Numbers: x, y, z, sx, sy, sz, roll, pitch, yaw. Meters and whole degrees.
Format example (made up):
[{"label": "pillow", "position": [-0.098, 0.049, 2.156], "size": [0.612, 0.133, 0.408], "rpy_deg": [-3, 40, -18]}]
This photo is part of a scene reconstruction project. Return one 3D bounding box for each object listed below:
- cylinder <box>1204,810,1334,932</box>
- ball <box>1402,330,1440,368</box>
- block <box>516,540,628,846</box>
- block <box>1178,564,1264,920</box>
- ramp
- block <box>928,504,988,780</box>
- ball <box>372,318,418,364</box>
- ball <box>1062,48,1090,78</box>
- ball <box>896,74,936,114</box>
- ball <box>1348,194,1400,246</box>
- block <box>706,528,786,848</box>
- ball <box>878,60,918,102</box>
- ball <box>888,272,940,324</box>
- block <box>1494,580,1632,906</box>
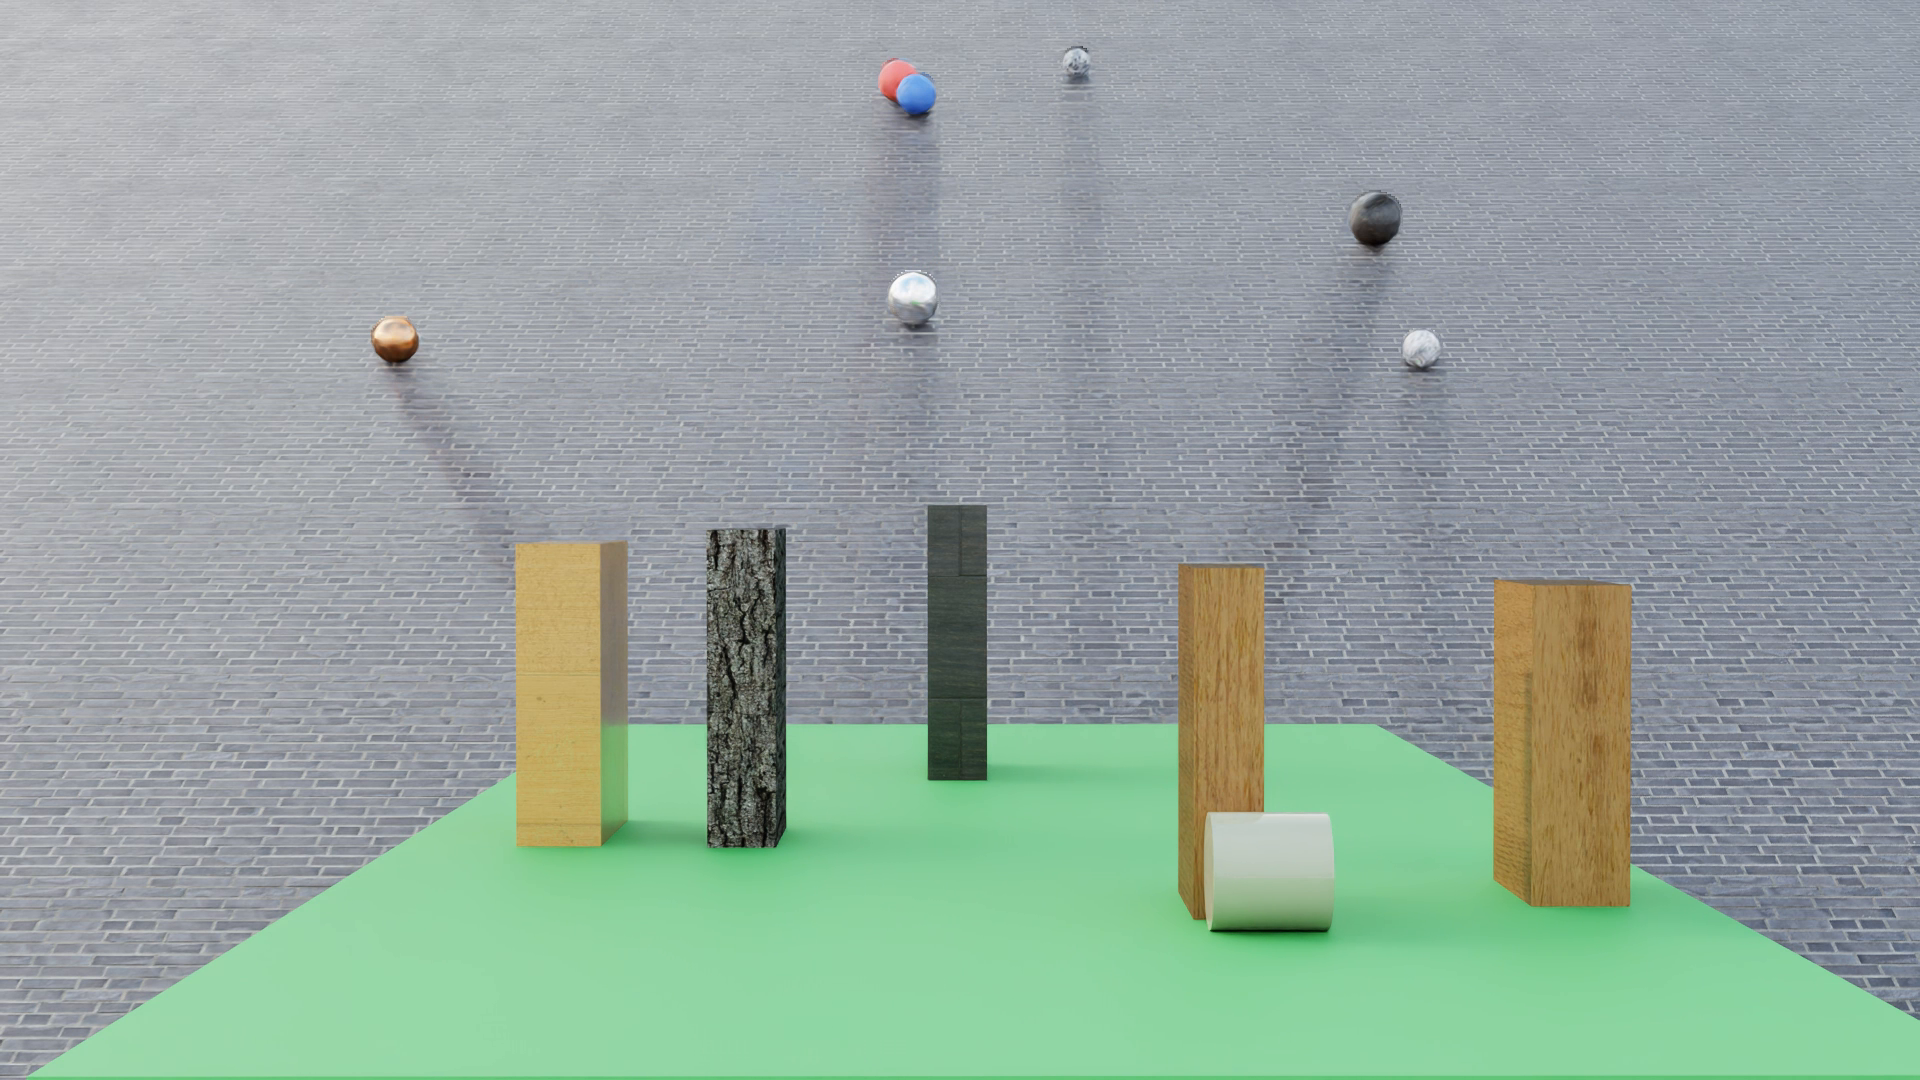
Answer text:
[{"label": "cylinder", "position": [0.413, 0.444, 3.466], "size": [0.158, 0.158, 0.158], "rpy_deg": [2, 27, 1]}, {"label": "ball", "position": [1.579, -0.654, 8.834], "size": [0.129, 0.129, 0.129], "rpy_deg": [0, 27, 0]}, {"label": "block", "position": [-0.667, 0.255, 4.466], "size": [0.141, 0.503, 0.354], "rpy_deg": [0, 1, 0]}, {"label": "block", "position": [0.369, 0.278, 3.666], "size": [0.097, 0.483, 0.248], "rpy_deg": [0, 1, 0]}, {"label": "ramp", "position": [0.061, 0.554, 4.591], "size": [2.000, 0.100, 4.000], "rpy_deg": [0, 1, 0]}, {"label": "block", "position": [-0.006, 0.208, 5.452], "size": [0.122, 0.564, 0.338], "rpy_deg": [0, 1, 0]}, {"label": "ball", "position": [-1.937, -0.685, 8.863], "size": [0.156, 0.156, 0.156], "rpy_deg": [0, 27, 0]}, {"label": "ball", "position": [0.533, -2.180, 11.802], "size": [0.129, 0.129, 0.129], "rpy_deg": [0, 27, 0]}, {"label": "ball", "position": [-0.191, -1.954, 11.313], "size": [0.173, 0.173, 0.173], "rpy_deg": [0, 27, 0]}, {"label": "ball", "position": [1.585, -1.225, 9.868], "size": [0.199, 0.199, 0.199], "rpy_deg": [0, 27, 0]}, {"label": "block", "position": [-0.362, 0.244, 4.403], "size": [0.114, 0.526, 0.262], "rpy_deg": [0, 1, 0]}, {"label": "ball", "position": [-0.272, -2.038, 11.468], "size": [0.181, 0.181, 0.181], "rpy_deg": [0, 27, 0]}, {"label": "ball", "position": [-0.166, -0.858, 9.170], "size": [0.183, 0.183, 0.183], "rpy_deg": [0, 27, 0]}, {"label": "block", "position": [0.879, 0.290, 3.784], "size": [0.140, 0.455, 0.259], "rpy_deg": [0, 1, 0]}]
